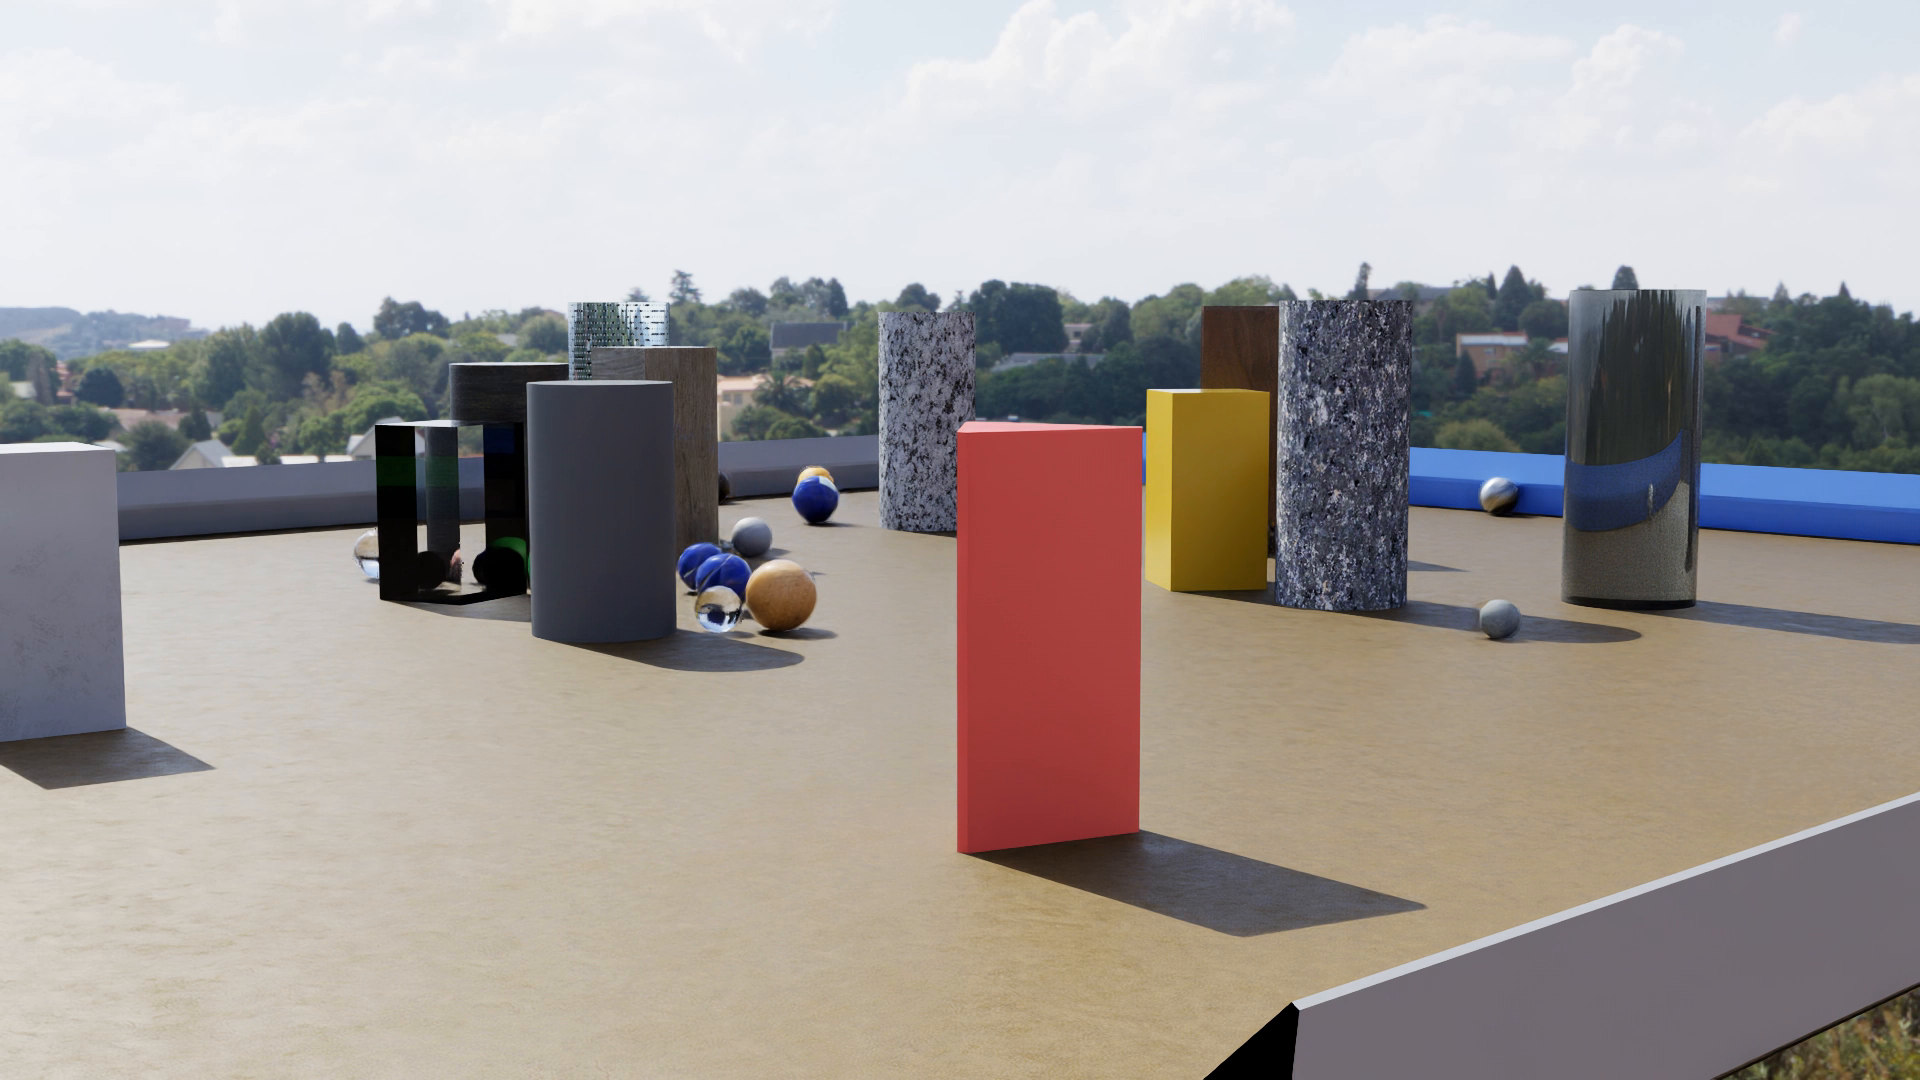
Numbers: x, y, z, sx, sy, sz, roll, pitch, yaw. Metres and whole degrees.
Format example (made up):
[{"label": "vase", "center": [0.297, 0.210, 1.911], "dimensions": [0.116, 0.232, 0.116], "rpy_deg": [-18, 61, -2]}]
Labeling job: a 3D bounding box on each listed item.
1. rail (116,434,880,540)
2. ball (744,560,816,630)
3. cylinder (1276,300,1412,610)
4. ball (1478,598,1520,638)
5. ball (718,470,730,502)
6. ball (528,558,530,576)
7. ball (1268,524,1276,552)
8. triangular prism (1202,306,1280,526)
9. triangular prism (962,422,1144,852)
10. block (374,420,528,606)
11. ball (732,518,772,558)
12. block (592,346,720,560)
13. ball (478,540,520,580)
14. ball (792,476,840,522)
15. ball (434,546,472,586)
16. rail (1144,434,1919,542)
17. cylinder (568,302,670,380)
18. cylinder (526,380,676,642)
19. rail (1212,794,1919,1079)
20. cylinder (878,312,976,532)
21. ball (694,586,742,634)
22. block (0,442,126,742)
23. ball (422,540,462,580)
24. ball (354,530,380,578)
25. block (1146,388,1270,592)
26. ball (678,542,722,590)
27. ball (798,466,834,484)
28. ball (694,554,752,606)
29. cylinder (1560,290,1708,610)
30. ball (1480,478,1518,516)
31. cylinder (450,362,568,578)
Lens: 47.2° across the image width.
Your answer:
[{"label": "rail", "center": [-1.220, -0.103, 4.647], "dimensions": [3.928, 0.130, 0.045], "rpy_deg": [-5, 8, -42]}, {"label": "ball", "center": [-0.250, 0.077, 3.073], "dimensions": [0.100, 0.100, 0.100], "rpy_deg": [0, 6, 0]}, {"label": "cylinder", "center": [0.585, -0.134, 3.358], "dimensions": [0.200, 0.461, 0.200], "rpy_deg": [0, 6, 0]}, {"label": "ball", "center": [0.735, 0.107, 2.998], "dimensions": [0.055, 0.055, 0.055], "rpy_deg": [0, 6, 0]}, {"label": "ball", "center": [-0.575, -0.126, 5.135], "dimensions": [0.077, 0.077, 0.077], "rpy_deg": [0, 6, 0]}, {"label": "ball", "center": [-0.638, 0.042, 3.471], "dimensions": [0.088, 0.088, 0.088], "rpy_deg": [0, 6, 0]}, {"label": "ball", "center": [0.573, -0.002, 4.063], "dimensions": [0.052, 0.052, 0.052], "rpy_deg": [0, 6, 0]}, {"label": "triangular prism", "center": [0.544, -0.213, 4.152], "dimensions": [0.173, 0.454, 0.150], "rpy_deg": [1, 6, 8]}, {"label": "triangular prism", "center": [0.044, 0.075, 1.901], "dimensions": [0.173, 0.347, 0.150], "rpy_deg": [-3, 7, -27]}, {"label": "block", "center": [-0.792, -0.046, 3.429], "dimensions": [0.160, 0.271, 0.160], "rpy_deg": [3, 7, 26]}, {"label": "ball", "center": [-0.379, -0.005, 3.994], "dimensions": [0.072, 0.072, 0.072], "rpy_deg": [0, 6, 0]}, {"label": "block", "center": [-0.552, -0.159, 3.985], "dimensions": [0.160, 0.380, 0.160], "rpy_deg": [-6, 8, -44]}, {"label": "ball", "center": [-0.765, 0.034, 3.645], "dimensions": [0.068, 0.068, 0.068], "rpy_deg": [0, 6, 0]}, {"label": "ball", "center": [-0.304, -0.086, 4.639], "dimensions": [0.099, 0.099, 0.099], "rpy_deg": [0, 6, 0]}, {"label": "ball", "center": [-0.825, 0.042, 3.581], "dimensions": [0.063, 0.063, 0.063], "rpy_deg": [0, 6, 0]}, {"label": "rail", "center": [1.426, -0.102, 4.641], "dimensions": [0.045, 0.130, 3.646], "rpy_deg": [-5, 8, -42]}, {"label": "cylinder", "center": [-0.674, -0.240, 4.368], "dimensions": [0.200, 0.462, 0.200], "rpy_deg": [0, 6, 0]}, {"label": "cylinder", "center": [-0.495, -0.044, 3.046], "dimensions": [0.200, 0.347, 0.200], "rpy_deg": [0, 6, 0]}, {"label": "rail", "center": [1.220, 0.171, 2.017], "dimensions": [3.928, 0.130, 0.045], "rpy_deg": [-5, 8, -42]}, {"label": "cylinder", "center": [-0.068, -0.248, 4.540], "dimensions": [0.200, 0.443, 0.200], "rpy_deg": [0, 6, 0]}, {"label": "ball", "center": [-0.335, 0.096, 3.051], "dimensions": [0.066, 0.066, 0.066], "rpy_deg": [0, 6, 0]}, {"label": "block", "center": [-1.004, 0.051, 2.355], "dimensions": [0.160, 0.299, 0.160], "rpy_deg": [-4, 7, -36]}, {"label": "ball", "center": [-0.861, 0.033, 3.653], "dimensions": [0.066, 0.066, 0.066], "rpy_deg": [0, 6, 0]}, {"label": "ball", "center": [-0.969, 0.024, 3.668], "dimensions": [0.081, 0.081, 0.081], "rpy_deg": [0, 6, 0]}, {"label": "block", "center": [0.401, -0.085, 3.584], "dimensions": [0.160, 0.316, 0.160], "rpy_deg": [-1, 6, -10]}, {"label": "ball", "center": [-0.409, 0.043, 3.497], "dimensions": [0.079, 0.079, 0.079], "rpy_deg": [0, 6, 0]}, {"label": "ball", "center": [-0.335, -0.127, 5.098], "dimensions": [0.085, 0.085, 0.085], "rpy_deg": [0, 6, 0]}, {"label": "ball", "center": [-0.350, 0.063, 3.268], "dimensions": [0.087, 0.087, 0.087], "rpy_deg": [0, 6, 0]}, {"label": "cylinder", "center": [1.027, -0.142, 3.358], "dimensions": [0.200, 0.477, 0.200], "rpy_deg": [0, 6, 0]}, {"label": "ball", "center": [1.182, -0.096, 4.821], "dimensions": [0.083, 0.083, 0.083], "rpy_deg": [0, 6, 0]}, {"label": "cylinder", "center": [-0.768, -0.123, 3.763], "dimensions": [0.200, 0.355, 0.200], "rpy_deg": [0, 6, 0]}]
